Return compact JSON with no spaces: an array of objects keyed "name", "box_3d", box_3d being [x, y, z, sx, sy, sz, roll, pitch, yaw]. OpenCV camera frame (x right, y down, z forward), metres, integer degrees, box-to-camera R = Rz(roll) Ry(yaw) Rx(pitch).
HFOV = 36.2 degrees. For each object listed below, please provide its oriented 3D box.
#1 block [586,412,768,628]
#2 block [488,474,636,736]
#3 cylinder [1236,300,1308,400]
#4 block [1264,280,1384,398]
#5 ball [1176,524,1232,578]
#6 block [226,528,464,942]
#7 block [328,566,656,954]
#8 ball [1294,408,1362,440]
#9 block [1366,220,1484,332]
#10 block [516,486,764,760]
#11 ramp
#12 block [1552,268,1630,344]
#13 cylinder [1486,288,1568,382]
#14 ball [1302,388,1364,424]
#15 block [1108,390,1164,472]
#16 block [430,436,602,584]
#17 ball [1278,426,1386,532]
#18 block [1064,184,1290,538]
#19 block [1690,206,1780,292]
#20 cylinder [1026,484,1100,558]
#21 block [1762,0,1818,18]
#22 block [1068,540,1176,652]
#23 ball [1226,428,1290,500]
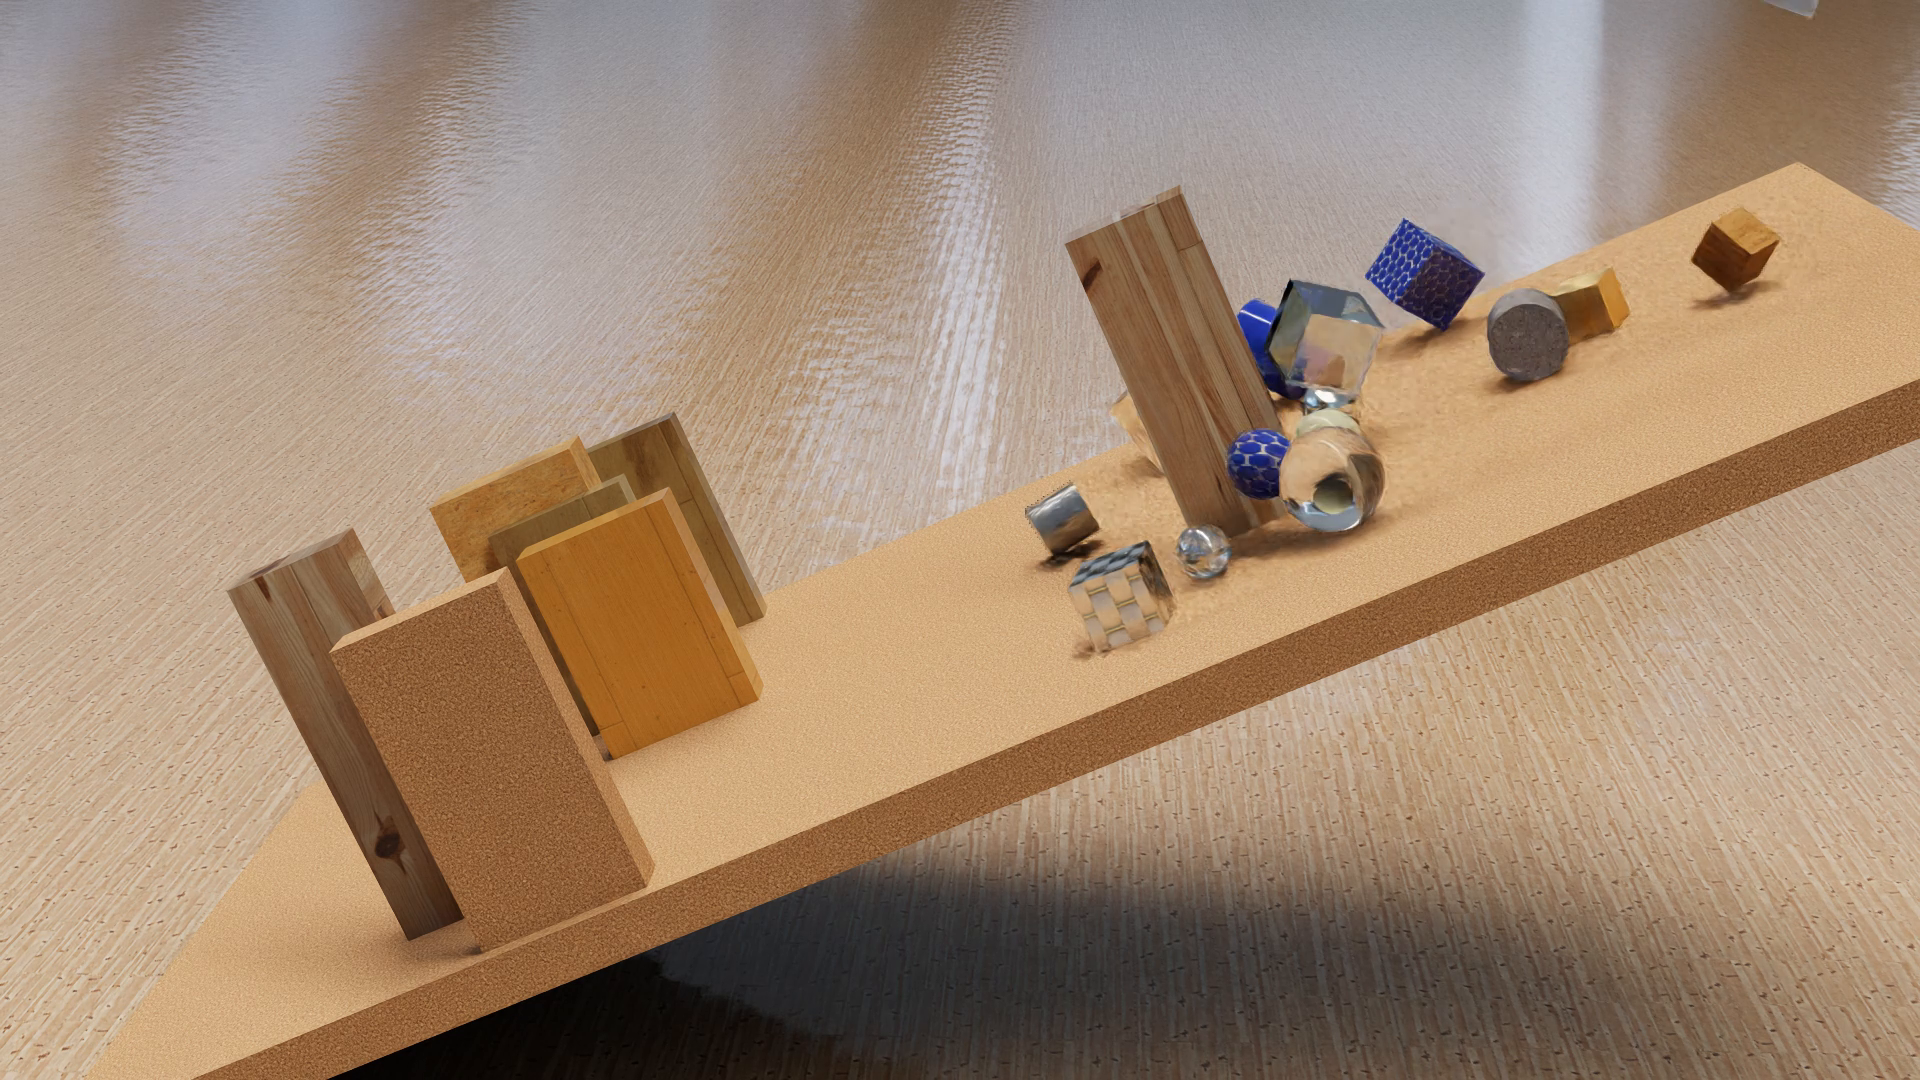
[{"name":"block","box_3d":[-0.733,0.002,7.118,0.335,0.536,0.080,-23,13,8]},{"name":"block","box_3d":[-0.805,0.153,6.679,0.329,0.518,0.080,-23,13,8]},{"name":"cylinder","box_3d":[0.732,-0.442,6.850,0.180,0.180,0.180,26,25,24]},{"name":"block","box_3d":[0.774,-0.430,6.267,0.169,0.169,0.169,10,27,-18]},{"name":"ball","box_3d":[0.477,0.022,5.770,0.109,0.109,0.109,0,15,0]},{"name":"block","box_3d":[-1.132,0.383,5.749,0.240,0.780,0.120,-23,13,8]},{"name":"block","box_3d":[-0.863,0.411,5.460,0.342,0.639,0.107,-23,13,8]},{"name":"ball","box_3d":[0.759,-0.200,6.065,0.142,0.142,0.142,0,15,0]},{"name":"block","box_3d":[1.081,-0.616,6.839,0.162,0.162,0.162,24,18,-31]},{"name":"block","box_3d":[-0.694,0.183,6.413,0.351,0.491,0.110,-23,13,8]},{"name":"ramp","box_3d":[0.131,0.170,6.285,4.000,0.100,2.000,-23,13,8]},{"name":"block","box_3d":[1.347,-0.501,6.281,0.109,0.109,0.109,-15,16,36]},{"name":"cylinder","box_3d":[1.188,-0.431,6.160,0.163,0.163,0.163,2,17,8]},{"name":"ball","box_3d":[0.807,-0.289,6.361,0.135,0.135,0.135,0,15,0]},{"name":"block","box_3d":[0.495,-0.311,6.791,0.187,0.187,0.187,-39,4,29]},{"name":"block","box_3d":[-0.910,0.122,6.759,0.353,0.623,0.134,-23,13,8]},{"name":"ball","box_3d":[0.717,-0.118,5.674,0.205,0.205,0.205,0,15,0]},{"name":"block","box_3d":[0.466,-0.347,5.961,0.254,0.688,0.122,-23,13,8]},{"name":"block","box_3d":[1.596,-0.598,6.052,0.107,0.107,0.107,-28,62,-35]},{"name":"cylinder","box_3d":[0.224,-0.043,6.395,0.118,0.118,0.118,-32,17,1]},{"name":"block","box_3d":[1.564,-1.103,5.612,0.158,0.158,0.158,18,15,-1]},{"name":"block","box_3d":[0.313,0.108,5.649,0.142,0.142,0.142,-20,13,19]},{"name":"ball","box_3d":[0.596,-0.150,5.804,0.140,0.140,0.140,0,15,0]}]
